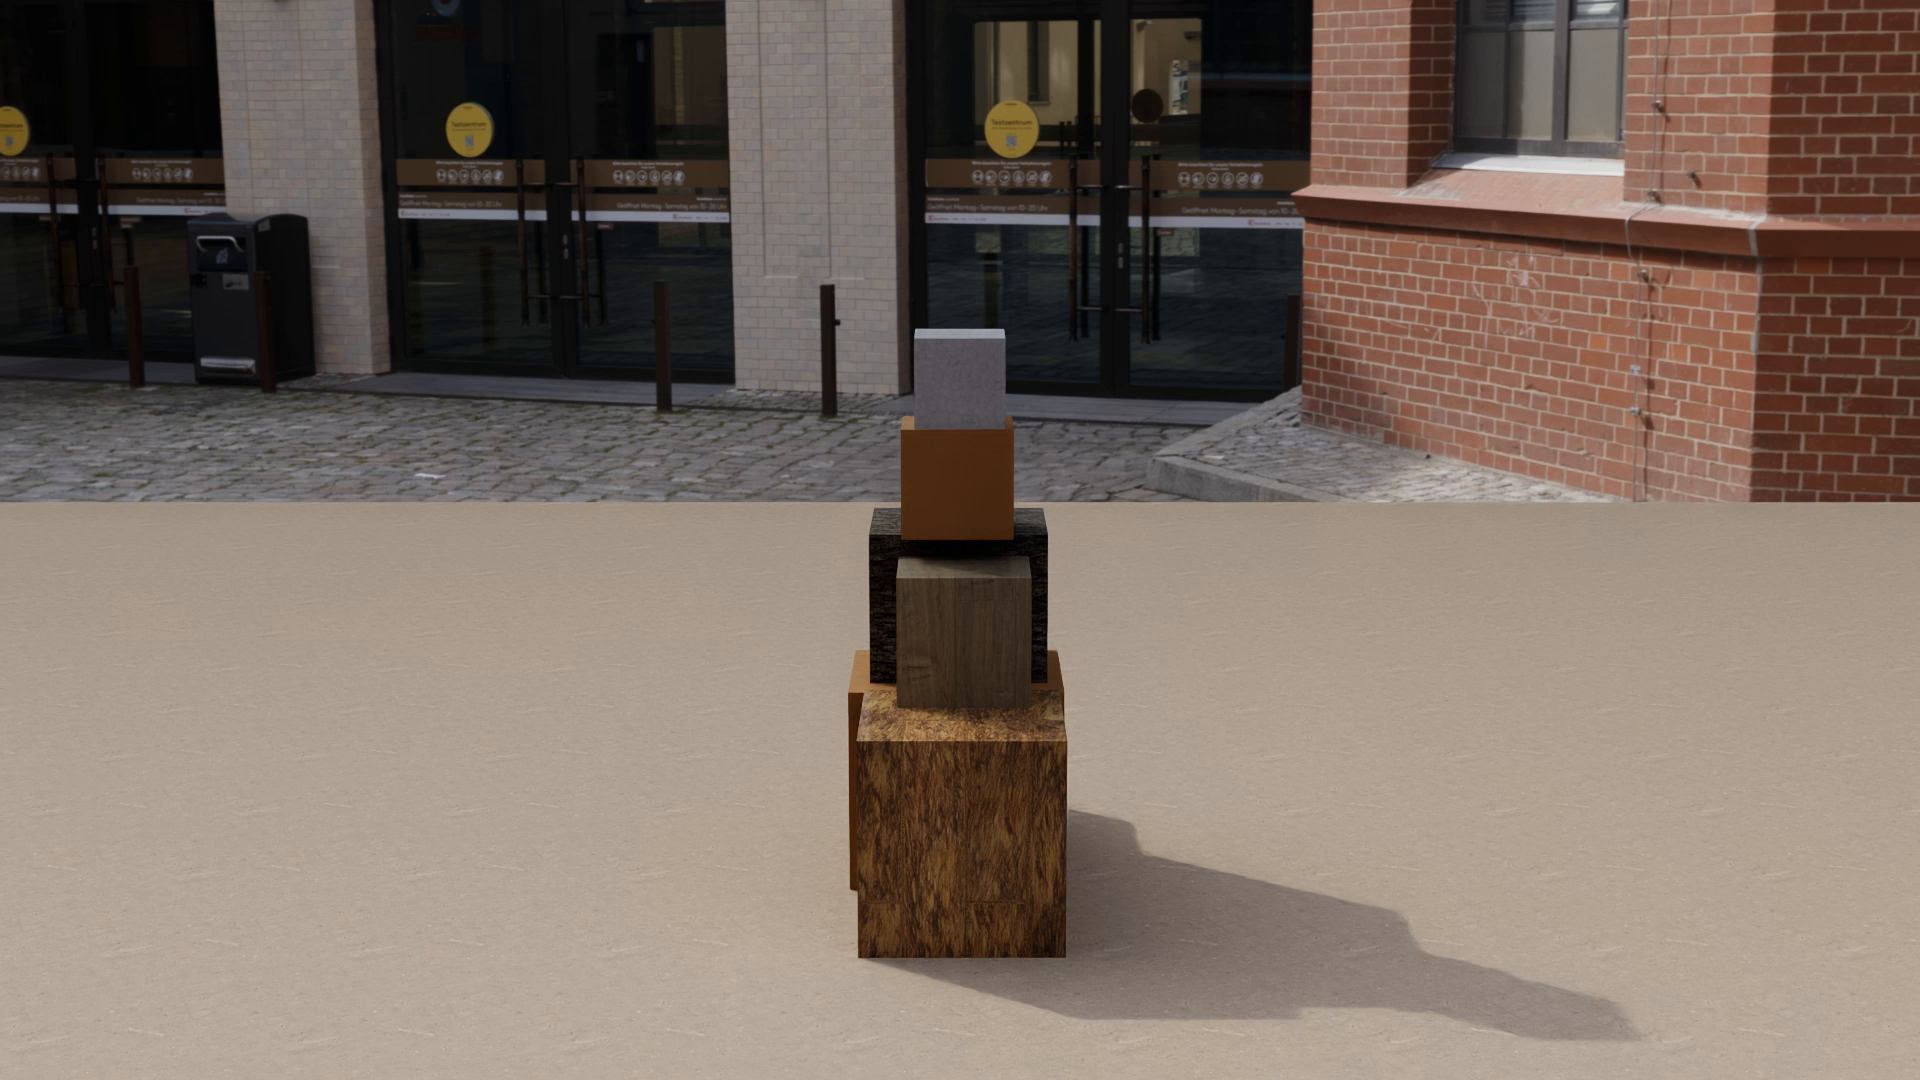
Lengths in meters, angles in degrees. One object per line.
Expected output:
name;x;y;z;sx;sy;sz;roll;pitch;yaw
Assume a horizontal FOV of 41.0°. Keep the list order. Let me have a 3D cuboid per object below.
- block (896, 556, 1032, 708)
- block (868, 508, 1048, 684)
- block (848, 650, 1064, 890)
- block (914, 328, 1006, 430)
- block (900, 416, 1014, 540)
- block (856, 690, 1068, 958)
block;0.016;0.385;10.892;0.560;0.550;0.491;0;10;0
block;-0.006;0.238;11.478;0.774;0.658;0.694;0;10;0
block;-0.016;1.016;11.510;0.931;0.883;0.824;0;10;0
block;-0.001;-0.697;11.054;0.386;0.386;0.409;0;10;0
block;-0.011;-0.274;11.131;0.479;0.474;0.444;0;10;0
block;0.008;1.162;10.667;0.836;0.898;0.866;0;10;0
